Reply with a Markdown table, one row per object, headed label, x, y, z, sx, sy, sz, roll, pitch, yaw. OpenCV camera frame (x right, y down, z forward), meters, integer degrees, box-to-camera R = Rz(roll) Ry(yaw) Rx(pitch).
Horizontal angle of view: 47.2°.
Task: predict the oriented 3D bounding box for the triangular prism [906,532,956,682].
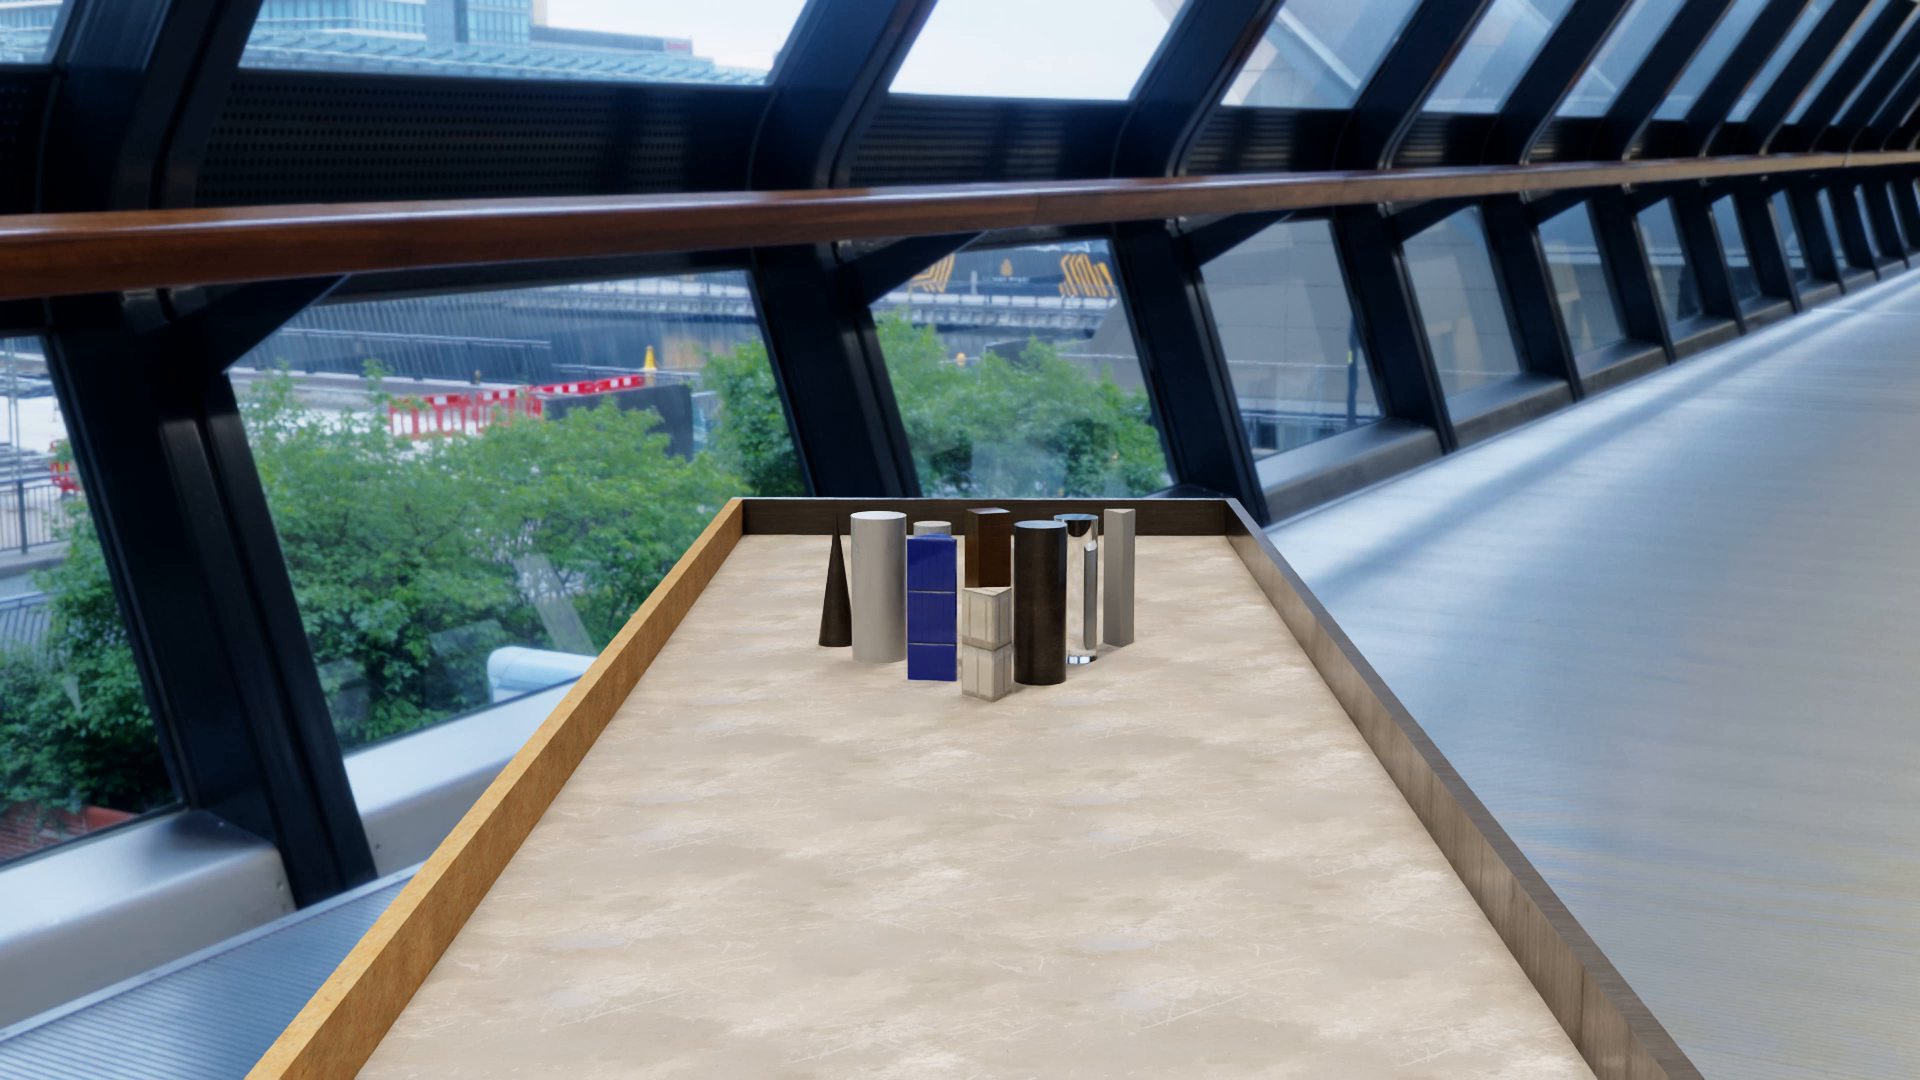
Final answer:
| label | x | y | z | sx | sy | sz | roll | pitch | yaw |
| --- | --- | --- | --- | --- | --- | --- | --- | --- | --- |
| triangular prism | -0.070 | 0.194 | 6.452 | 0.146 | 0.418 | 0.126 | 2 | 9 | 11 |

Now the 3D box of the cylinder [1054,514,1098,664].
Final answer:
| label | x | y | z | sx | sy | sz | roll | pitch | yaw |
| --- | --- | --- | --- | --- | --- | --- | --- | --- | --- |
| cylinder | 0.351 | 0.146 | 6.688 | 0.134 | 0.438 | 0.134 | 0 | 9 | 0 |

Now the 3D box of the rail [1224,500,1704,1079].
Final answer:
| label | x | y | z | sx | sy | sz | roll | pitch | yaw |
| --- | --- | --- | --- | --- | --- | --- | --- | --- | --- |
| rail | 1.046 | 0.843 | 3.208 | 0.050 | 0.150 | 12.000 | 0 | 9 | 1 |

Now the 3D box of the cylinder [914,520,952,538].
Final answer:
| label | x | y | z | sx | sy | sz | roll | pitch | yaw |
| --- | --- | --- | --- | --- | --- | --- | --- | --- | --- |
| cylinder | -0.087 | 0.138 | 6.914 | 0.118 | 0.383 | 0.118 | 0 | 9 | 0 |

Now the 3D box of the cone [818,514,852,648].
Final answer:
| label | x | y | z | sx | sy | sz | roll | pitch | yaw |
| --- | --- | --- | --- | --- | --- | --- | --- | --- | --- |
| cone | -0.387 | 0.115 | 6.914 | 0.121 | 0.428 | 0.121 | 0 | 9 | 0 |

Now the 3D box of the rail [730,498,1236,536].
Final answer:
| label | x | y | z | sx | sy | sz | roll | pitch | yaw |
| --- | --- | --- | --- | --- | --- | --- | --- | --- | --- |
| rail | 0.099 | -0.098 | 9.147 | 2.100 | 0.150 | 0.050 | 0 | 9 | 1 |

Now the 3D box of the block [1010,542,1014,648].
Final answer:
| label | x | y | z | sx | sy | sz | roll | pitch | yaw |
| --- | --- | --- | --- | --- | --- | --- | --- | --- | --- |
| block | 0.239 | 0.172 | 6.919 | 0.160 | 0.314 | 0.160 | -1 | 9 | -8 |

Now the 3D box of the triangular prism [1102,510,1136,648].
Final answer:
| label | x | y | z | sx | sy | sz | roll | pitch | yaw |
| --- | --- | --- | --- | --- | --- | --- | --- | --- | --- |
| triangular prism | 0.514 | 0.117 | 6.910 | 0.084 | 0.426 | 0.097 | -6 | 11 | -32 |

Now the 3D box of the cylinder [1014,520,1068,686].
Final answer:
| label | x | y | z | sx | sy | sz | roll | pitch | yaw |
| --- | --- | --- | --- | --- | --- | --- | --- | --- | --- |
| cylinder | 0.234 | 0.182 | 6.394 | 0.154 | 0.460 | 0.154 | 0 | 9 | 0 |

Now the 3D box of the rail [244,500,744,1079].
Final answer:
| label | x | y | z | sx | sy | sz | roll | pitch | yaw |
| --- | --- | --- | --- | --- | --- | --- | --- | --- | --- |
| rail | -1.004 | 0.839 | 3.234 | 0.050 | 0.150 | 12.000 | 0 | 9 | 1 |

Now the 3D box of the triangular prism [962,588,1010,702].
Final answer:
| label | x | y | z | sx | sy | sz | roll | pitch | yaw |
| --- | --- | --- | --- | --- | --- | --- | --- | --- | --- |
| triangular prism | 0.097 | 0.289 | 6.212 | 0.121 | 0.304 | 0.140 | -7 | 11 | -37 |

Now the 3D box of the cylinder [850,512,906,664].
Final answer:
| label | x | y | z | sx | sy | sz | roll | pitch | yaw |
| --- | --- | --- | --- | --- | --- | --- | --- | --- | --- |
| cylinder | -0.247 | 0.143 | 6.702 | 0.169 | 0.441 | 0.169 | 0 | 9 | 0 |

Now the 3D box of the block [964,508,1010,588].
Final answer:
| label | x | y | z | sx | sy | sz | roll | pitch | yaw |
| --- | --- | --- | --- | --- | --- | --- | --- | --- | --- |
| block | 0.084 | 0.136 | 6.699 | 0.106 | 0.455 | 0.106 | -4 | 10 | -23 |
